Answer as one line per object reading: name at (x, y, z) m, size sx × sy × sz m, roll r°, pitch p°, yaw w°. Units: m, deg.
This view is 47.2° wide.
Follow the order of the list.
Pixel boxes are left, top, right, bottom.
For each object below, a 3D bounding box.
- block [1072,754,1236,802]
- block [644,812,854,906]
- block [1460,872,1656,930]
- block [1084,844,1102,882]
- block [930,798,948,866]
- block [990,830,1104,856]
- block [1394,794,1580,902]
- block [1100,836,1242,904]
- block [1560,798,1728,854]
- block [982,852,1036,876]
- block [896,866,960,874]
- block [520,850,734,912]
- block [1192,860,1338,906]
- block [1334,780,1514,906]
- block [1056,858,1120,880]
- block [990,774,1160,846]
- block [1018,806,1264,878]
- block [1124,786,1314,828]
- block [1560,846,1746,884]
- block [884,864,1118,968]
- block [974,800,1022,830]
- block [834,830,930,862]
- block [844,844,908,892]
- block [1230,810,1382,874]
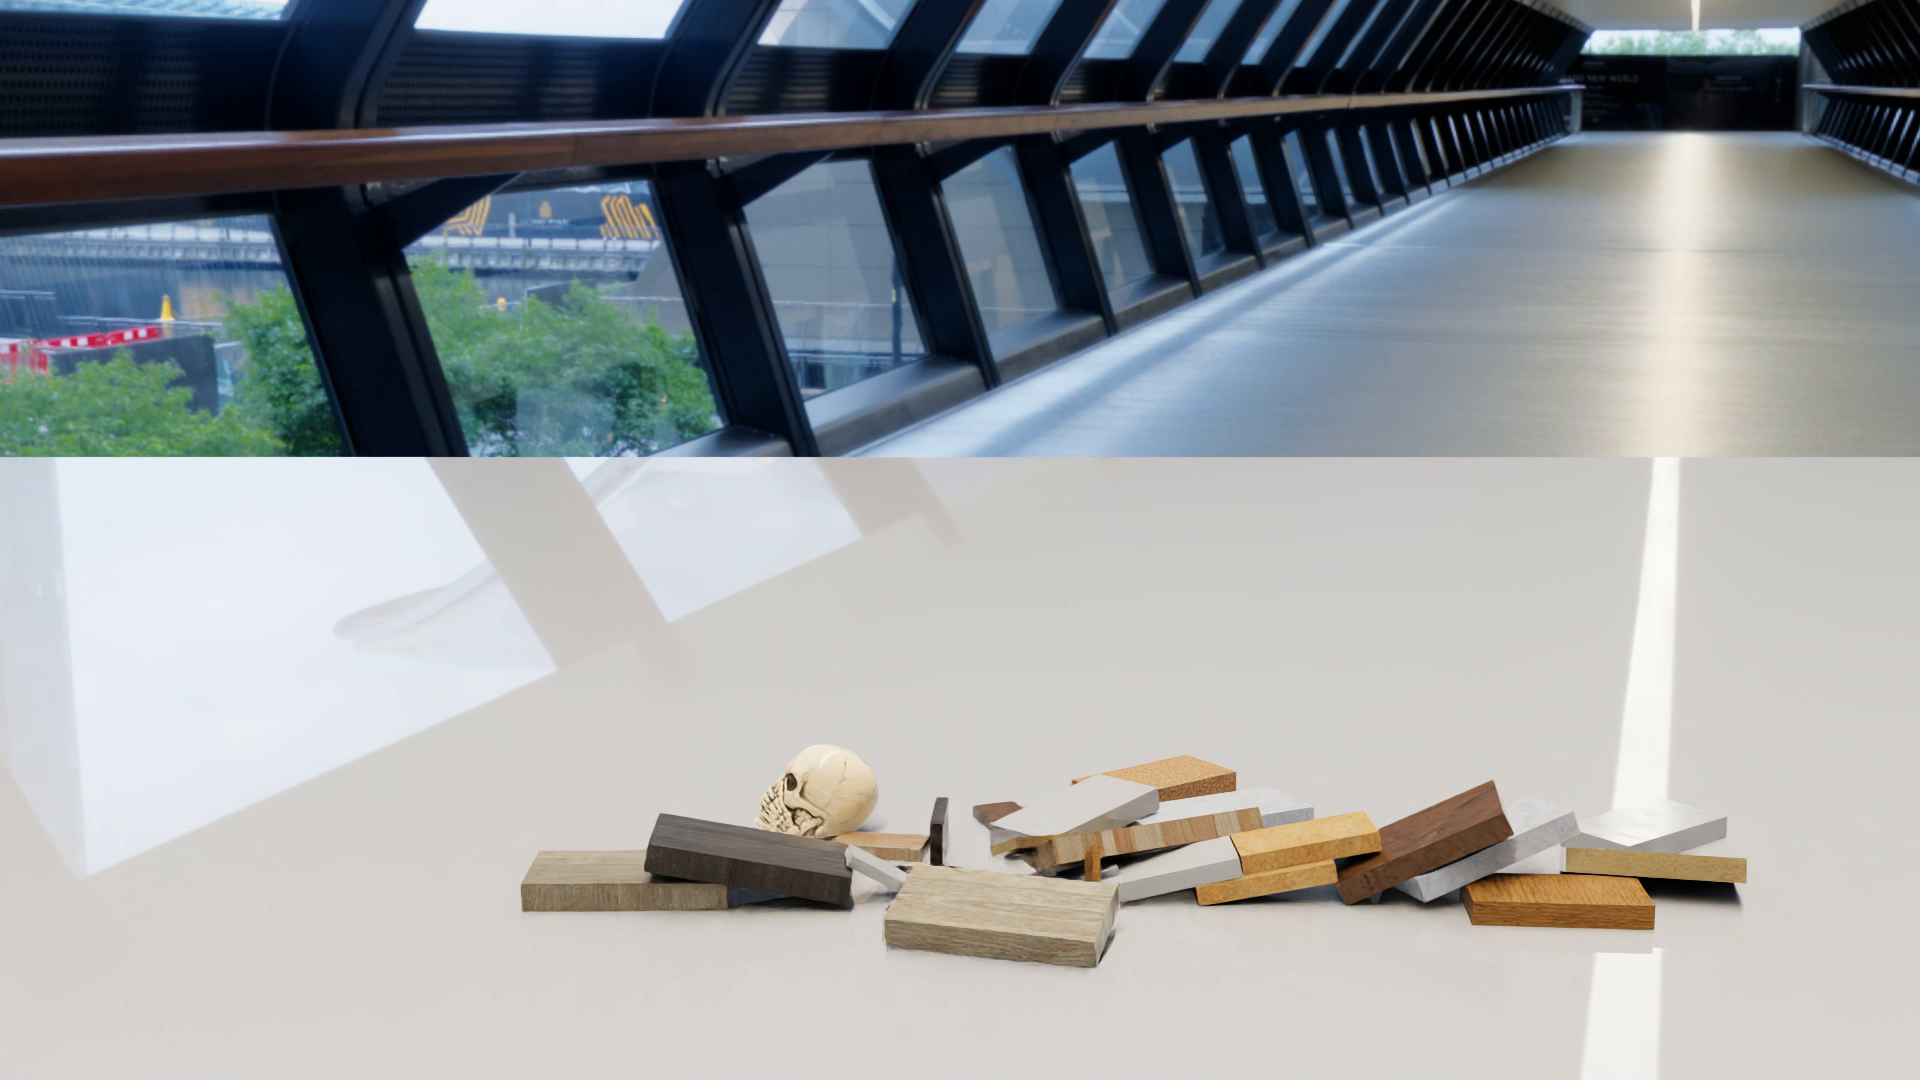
block at (0.372, 0.470, 4.203) m, size 0.289 × 0.041 × 0.144 m, roll -8°, pitch 13°, yaw -35°
block at (-0.345, 0.528, 3.647) m, size 0.335 × 0.047 × 0.167 m, roll 10°, pitch 10°, yaw -3°
block at (0.969, 0.586, 3.578) m, size 0.285 × 0.040 × 0.143 m, roll 1°, pitch 11°, yaw 5°
block at (0.215, 0.551, 3.574) m, size 0.014 × 0.100 × 0.050 m, roll 7°, pitch -23°, yaw -11°
block at (-0.036, 0.514, 3.862) m, size 0.023 × 0.080 × 0.159 m, roll 1°, pitch 11°, yaw 3°
block at (0.196, 0.516, 3.766) m, size 0.350 × 0.017 × 0.060 m, roll 3°, pitch -22°, yaw -45°
block at (0.867, 0.514, 3.675) m, size 0.296 × 0.042 × 0.148 m, roll -21°, pitch 8°, yaw -12°
block at (0.346, 0.550, 3.661) m, size 0.231 × 0.033 × 0.116 m, roll -12°, pitch 11°, yaw 1°
block at (1.223, 0.521, 3.928) m, size 0.285 × 0.040 × 0.143 m, roll -8°, pitch 13°, yaw -36°
block at (0.053, 0.564, 3.610) m, size 0.134 × 0.019 × 0.067 m, roll -24°, pitch 34°, yaw -27°
block at (-0.062, 0.570, 3.728) m, size 0.121 × 0.017 × 0.060 m, roll 1°, pitch 11°, yaw 4°
block at (-0.548, 0.567, 3.665) m, size 0.335 × 0.047 × 0.167 m, roll 0°, pitch 11°, yaw -1°
block at (0.502, 0.555, 3.661) m, size 0.231 × 0.033 × 0.116 m, roll -10°, pitch 11°, yaw 0°
block at (0.763, 0.501, 3.644) m, size 0.296 × 0.042 × 0.148 m, roll -26°, pitch 10°, yaw 13°
block at (0.213, 0.556, 3.659) m, size 0.100 × 0.014 × 0.050 m, roll -13°, pitch 11°, yaw -4°
block at (0.206, 0.493, 3.919) m, size 0.289 × 0.041 × 0.144 m, roll -18°, pitch 18°, yaw -42°
block at (0.307, 0.519, 3.754) m, size 0.407 × 0.042 × 0.148 m, roll -5°, pitch -17°, yaw -26°
block at (0.463, 0.507, 4.003) m, size 0.333 × 0.041 × 0.144 m, roll -5°, pitch 12°, yaw -25°
block at (1.159, 0.545, 3.689) m, size 0.285 × 0.040 × 0.143 m, roll 2°, pitch -7°, yaw 11°
block at (0.066, 0.587, 3.448) m, size 0.335 × 0.047 × 0.167 m, roll 3°, pitch 23°, yaw 15°
block at (0.091, 0.514, 4.017) m, size 0.080 × 0.023 × 0.159 m, roll -4°, pitch 11°, yaw -21°
block at (-0.139, 0.540, 3.879) m, size 0.159 × 0.023 × 0.080 m, roll 2°, pitch 11°, yaw 10°
block at (-0.126, 0.552, 3.645) m, size 0.134 × 0.019 × 0.067 m, roll 29°, pitch 6°, yaw -11°
block at (0.576, 0.505, 3.674) m, size 0.231 × 0.033 × 0.116 m, roll -10°, pitch 11°, yaw 0°
